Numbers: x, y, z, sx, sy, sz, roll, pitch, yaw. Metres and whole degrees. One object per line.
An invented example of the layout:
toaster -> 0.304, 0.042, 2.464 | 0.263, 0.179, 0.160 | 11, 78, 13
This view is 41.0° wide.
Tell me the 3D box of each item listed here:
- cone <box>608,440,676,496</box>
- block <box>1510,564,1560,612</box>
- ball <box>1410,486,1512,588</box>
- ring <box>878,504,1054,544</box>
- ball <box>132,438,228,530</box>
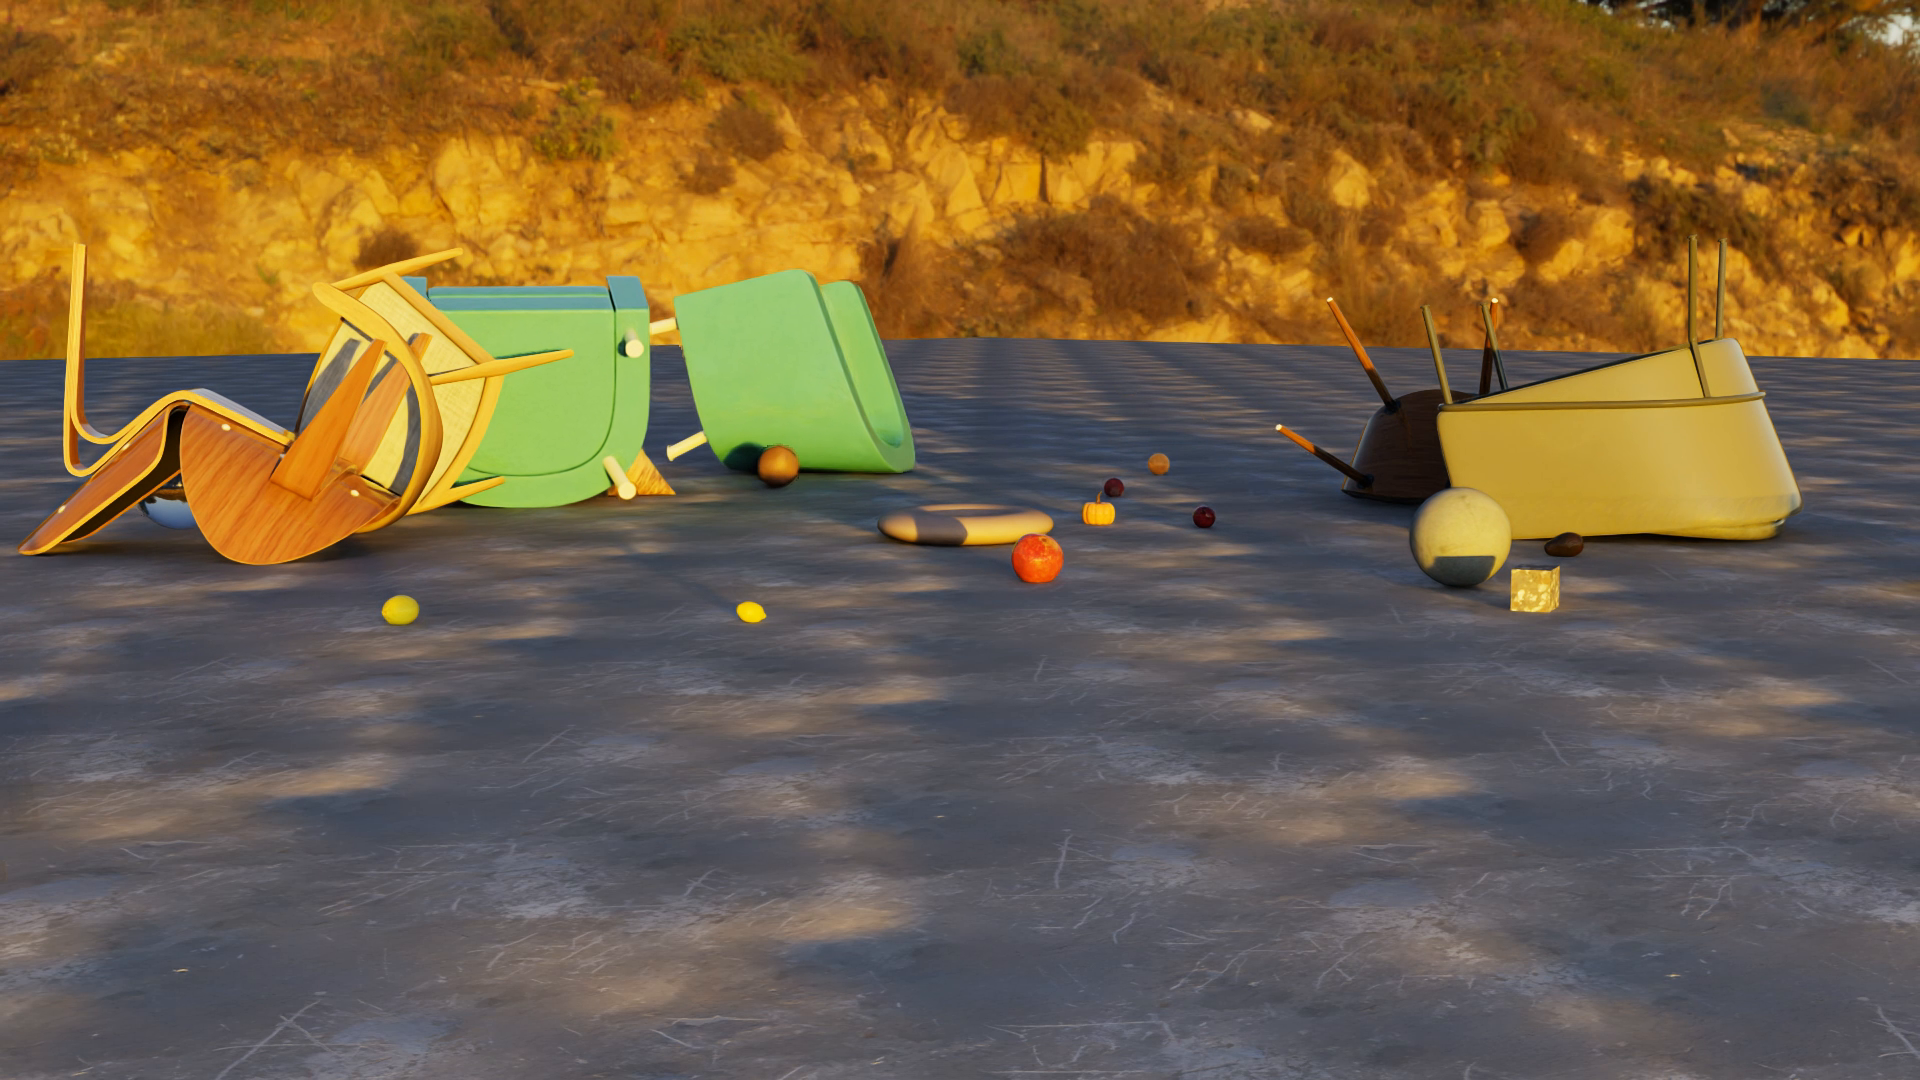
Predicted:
cone -> -0.935, -0.176, 7.715 | 0.184, 0.186, 0.192 | 26, -11, -15
block -> 1.142, 0.095, 5.092 | 0.076, 0.081, 0.100 | 3, 6, 23
ball -> 1.060, -0.006, 5.433 | 0.213, 0.213, 0.213 | 0, 6, 0
ring -> 0.014, -0.041, 6.472 | 0.441, 0.071, 0.514 | 2, 6, 14
ball -> -2.020, -0.145, 6.651 | 0.239, 0.239, 0.239 | 0, 6, 0
